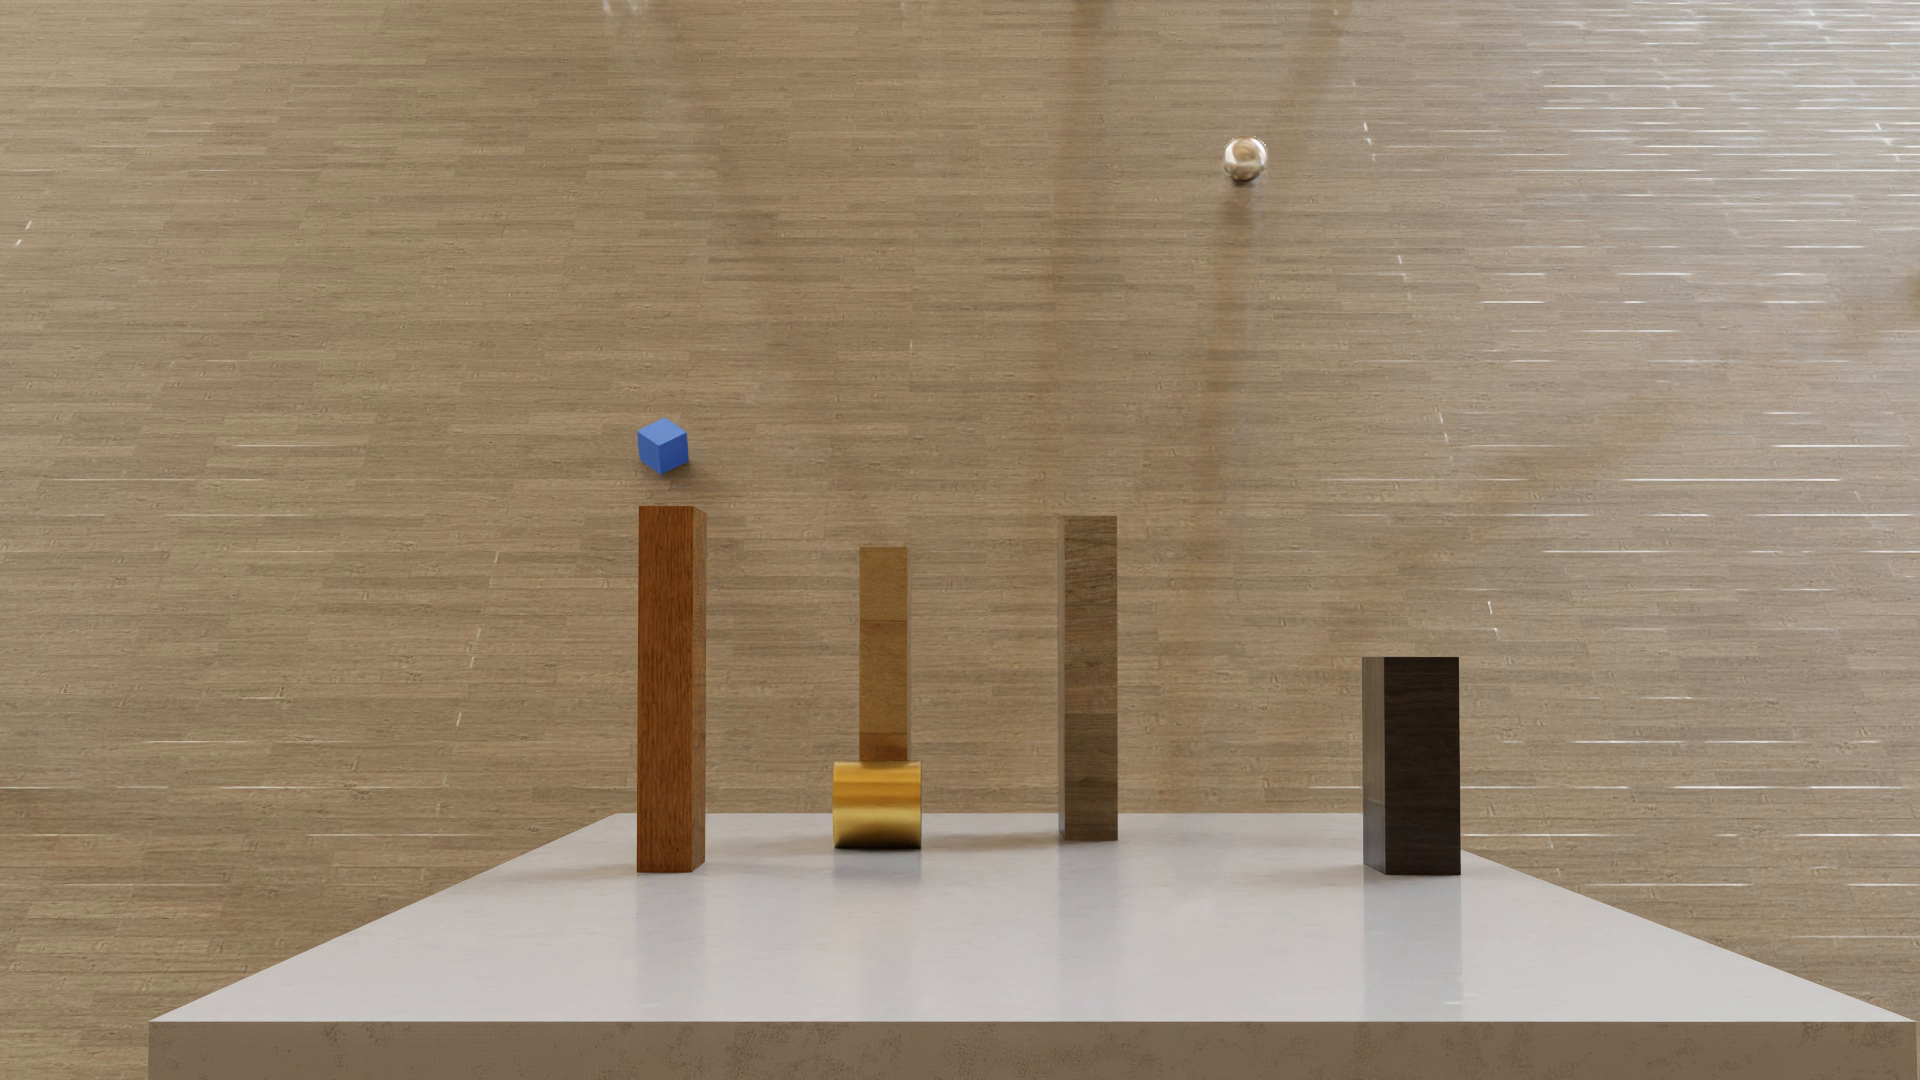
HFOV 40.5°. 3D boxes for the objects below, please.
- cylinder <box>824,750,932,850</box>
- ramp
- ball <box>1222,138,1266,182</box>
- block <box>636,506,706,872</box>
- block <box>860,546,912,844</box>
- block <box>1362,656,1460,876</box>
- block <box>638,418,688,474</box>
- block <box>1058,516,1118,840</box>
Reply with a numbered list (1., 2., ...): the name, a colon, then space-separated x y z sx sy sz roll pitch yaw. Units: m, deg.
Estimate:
1. cylinder: -0.179 0.577 5.681 0.189 0.189 0.189 -17 38 0
2. ramp: 0.082 0.687 4.939 2.000 0.100 4.000 0 -3 0
3. ball: 1.069 -1.428 9.768 0.165 0.165 0.165 0 37 0
4. block: -0.570 0.293 5.161 0.106 0.707 0.271 0 -3 0
5. block: -0.170 0.355 5.996 0.107 0.661 0.420 0 -3 0
6. block: 0.881 0.436 5.094 0.143 0.415 0.274 0 -3 0
7. block: -0.950 -0.301 8.329 0.112 0.112 0.112 -29 46 -32
8. block: 0.298 0.322 6.104 0.120 0.737 0.390 0 -3 0
